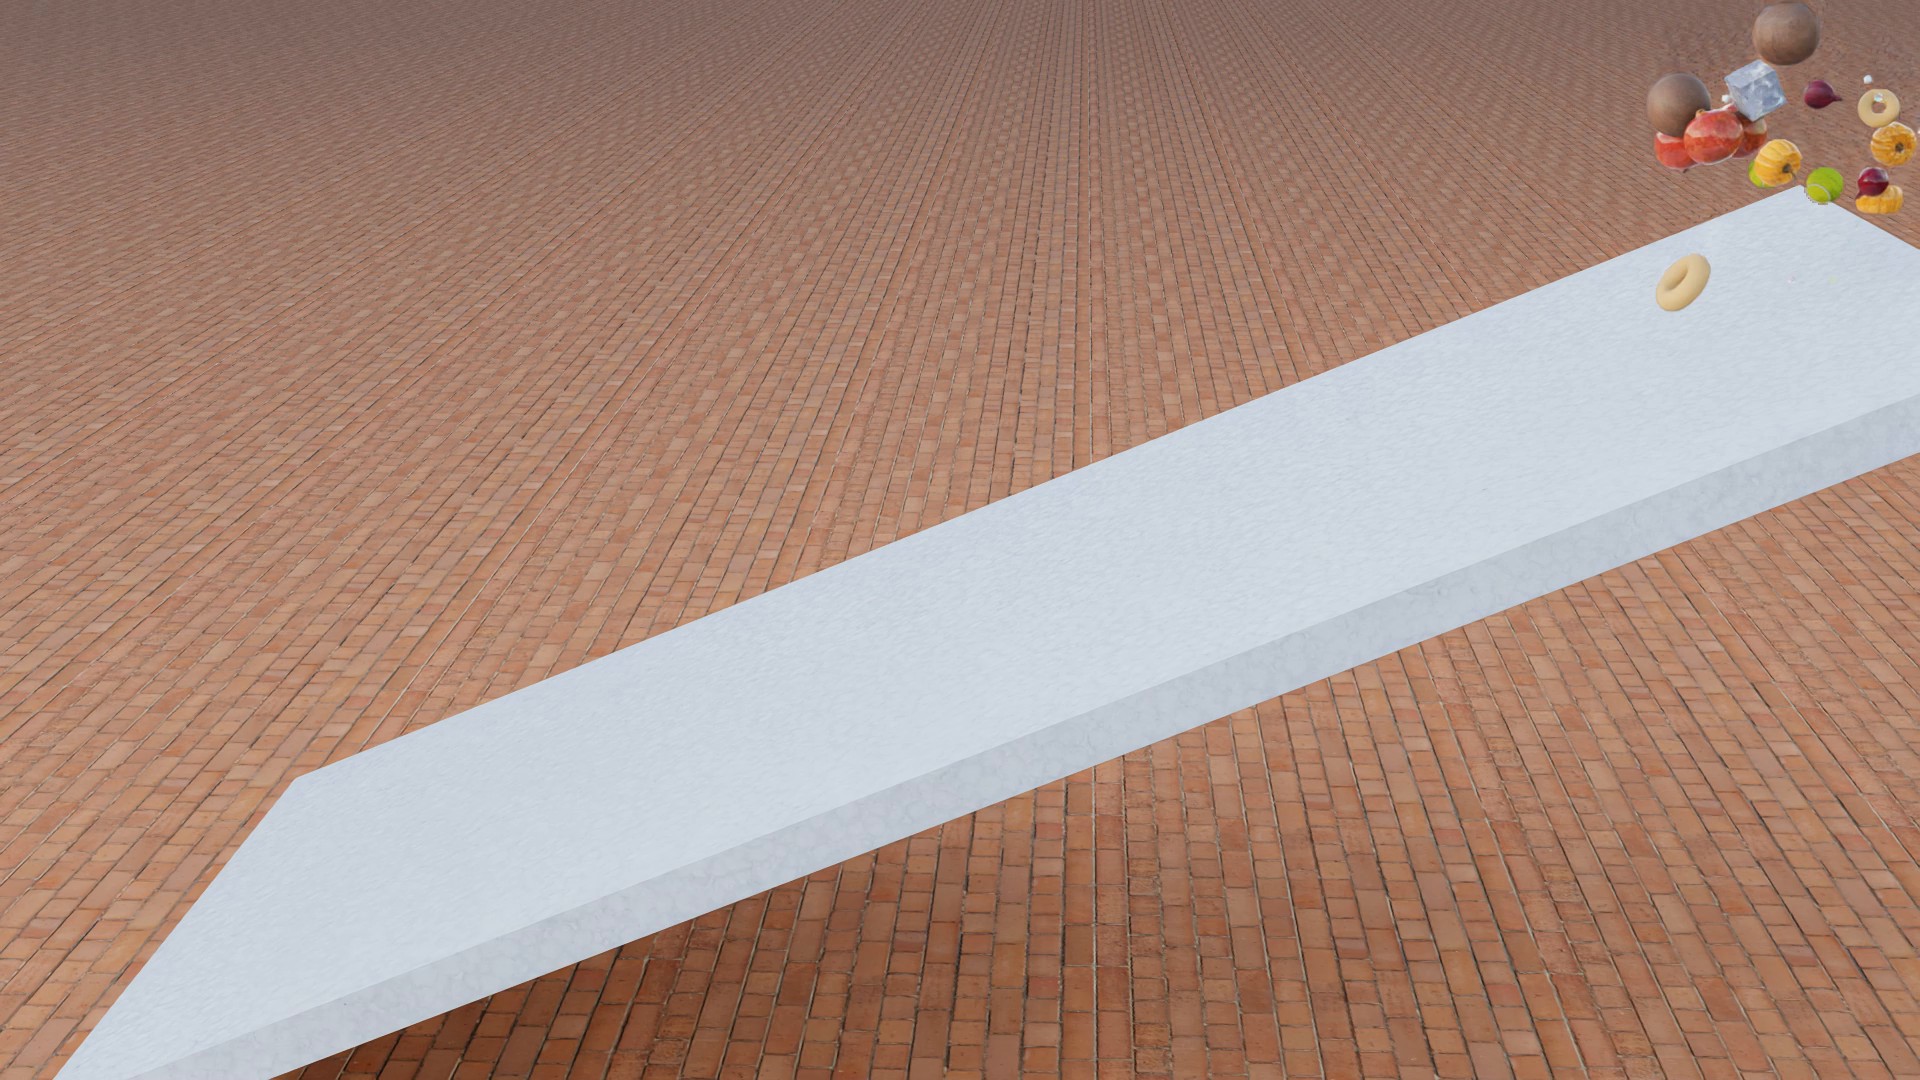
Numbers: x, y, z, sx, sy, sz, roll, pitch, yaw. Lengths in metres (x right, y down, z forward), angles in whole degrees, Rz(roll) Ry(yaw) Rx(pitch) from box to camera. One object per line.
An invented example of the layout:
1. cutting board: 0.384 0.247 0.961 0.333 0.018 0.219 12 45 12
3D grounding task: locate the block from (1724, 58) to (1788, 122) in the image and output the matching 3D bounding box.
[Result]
1. block: 1.588 -0.898 5.871 0.078 0.078 0.078 -28 27 4

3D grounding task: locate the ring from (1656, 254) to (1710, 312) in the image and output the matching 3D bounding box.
1. ring: 1.471 -0.524 5.986 0.045 0.134 0.134 35 5 -17

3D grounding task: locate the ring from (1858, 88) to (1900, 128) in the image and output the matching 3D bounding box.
1. ring: 1.853 -0.871 5.934 0.081 0.081 0.027 3 -9 13

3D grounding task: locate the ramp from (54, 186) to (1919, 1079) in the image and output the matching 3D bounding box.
1. ramp: 0.126 0.172 6.288 4.000 0.100 2.000 -21 12 8
